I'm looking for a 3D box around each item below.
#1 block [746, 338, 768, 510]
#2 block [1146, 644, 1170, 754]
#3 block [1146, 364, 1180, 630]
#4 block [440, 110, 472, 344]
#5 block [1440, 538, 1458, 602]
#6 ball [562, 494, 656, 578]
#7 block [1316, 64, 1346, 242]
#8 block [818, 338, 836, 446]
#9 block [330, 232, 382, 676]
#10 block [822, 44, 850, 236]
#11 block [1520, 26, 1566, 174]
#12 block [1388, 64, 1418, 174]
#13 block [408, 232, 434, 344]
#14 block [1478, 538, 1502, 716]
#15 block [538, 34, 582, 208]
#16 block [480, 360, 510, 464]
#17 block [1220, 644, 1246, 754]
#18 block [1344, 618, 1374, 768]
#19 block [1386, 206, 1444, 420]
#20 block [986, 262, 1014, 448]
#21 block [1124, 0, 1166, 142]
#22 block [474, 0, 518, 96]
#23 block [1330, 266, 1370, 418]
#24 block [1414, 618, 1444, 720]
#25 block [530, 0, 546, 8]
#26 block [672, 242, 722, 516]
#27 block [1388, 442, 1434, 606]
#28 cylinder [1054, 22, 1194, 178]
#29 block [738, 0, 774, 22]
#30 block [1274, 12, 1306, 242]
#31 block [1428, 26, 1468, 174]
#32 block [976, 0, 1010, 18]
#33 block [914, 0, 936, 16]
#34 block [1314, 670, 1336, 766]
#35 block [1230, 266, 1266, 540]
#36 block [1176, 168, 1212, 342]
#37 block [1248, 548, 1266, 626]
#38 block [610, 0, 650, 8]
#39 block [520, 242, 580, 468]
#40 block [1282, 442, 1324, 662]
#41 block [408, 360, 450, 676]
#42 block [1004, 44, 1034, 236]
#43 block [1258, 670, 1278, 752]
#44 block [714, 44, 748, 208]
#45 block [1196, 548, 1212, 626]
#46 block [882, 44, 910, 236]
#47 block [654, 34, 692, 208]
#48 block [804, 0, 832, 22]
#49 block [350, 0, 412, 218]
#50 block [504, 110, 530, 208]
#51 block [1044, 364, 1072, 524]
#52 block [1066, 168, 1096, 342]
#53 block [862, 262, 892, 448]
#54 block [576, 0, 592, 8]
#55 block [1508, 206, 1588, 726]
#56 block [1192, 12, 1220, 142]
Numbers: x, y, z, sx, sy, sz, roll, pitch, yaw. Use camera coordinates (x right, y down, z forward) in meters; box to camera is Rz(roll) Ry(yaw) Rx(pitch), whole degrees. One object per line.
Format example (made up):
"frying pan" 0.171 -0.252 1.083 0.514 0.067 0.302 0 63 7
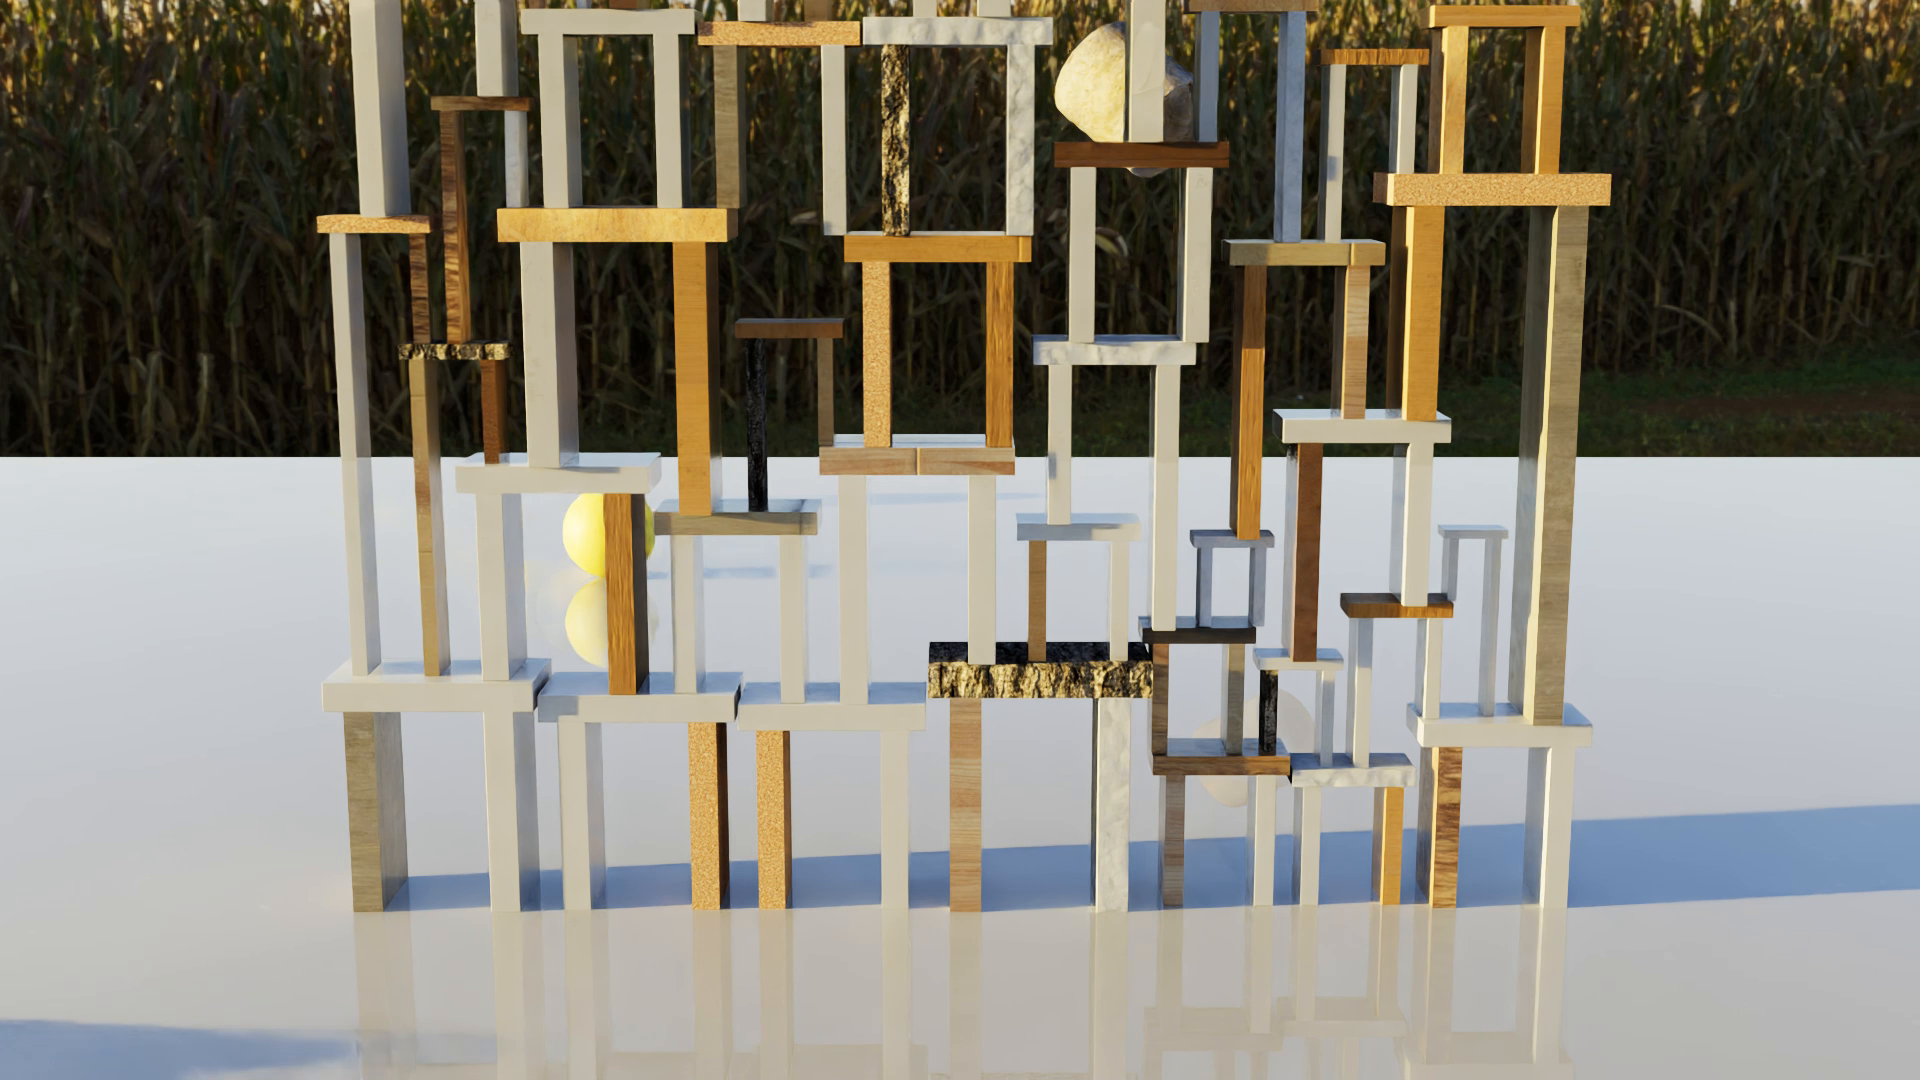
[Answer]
"block" -0.325 -0.190 3.524 0.024 0.274 0.085 0 11 0
"block" 0.325 0.249 3.611 0.026 0.184 0.092 0 11 0
"block" 0.327 -0.076 3.548 0.036 0.427 0.127 0 11 0
"block" -0.796 -0.493 3.470 0.021 0.361 0.074 0 11 0
"block" 0.795 0.044 3.570 0.015 0.103 0.051 0 11 0
"ball" -0.996 -0.024 6.251 0.265 0.265 0.265 0 11 0
"block" 0.581 -0.604 3.443 0.023 0.271 0.083 0 11 0
"block" -0.213 -0.242 3.513 0.024 0.169 0.085 0 11 -1
"block" -0.971 -0.138 3.535 0.025 0.711 0.087 0 11 0
"block" -0.193 -0.625 3.441 0.035 0.288 0.123 0 11 0
"block" 0.909 -0.685 3.434 0.031 0.222 0.111 0 11 0
"block" 0.692 -0.657 3.434 0.023 0.166 0.083 0 11 0
"block" -0.854 -0.401 3.486 0.025 0.175 0.087 -2 11 -10
"block" 0.864 0.139 3.588 0.015 0.295 0.051 0 11 0
"block" -0.623 -0.653 3.434 0.037 0.263 0.131 0 11 0
"block" -0.744 -0.210 3.517 0.023 0.166 0.083 0 11 0
"block" 0.447 0.249 3.611 0.026 0.184 0.092 0 11 0
"block" 0.654 0.241 3.606 0.024 0.249 0.084 0 10 0
"block" 0.722 -0.366 3.496 0.047 0.334 0.167 0 10 0
"block" 0.062 -0.302 3.507 0.041 0.290 0.145 0 11 0
"block" 0.287 -0.890 3.398 0.050 0.541 0.177 0 11 1
"block" -0.718 -0.823 3.403 0.038 0.269 0.135 0 11 -1
"block" 0.621 -0.320 3.504 0.034 0.241 0.121 0 10 0
"block" 0.767 0.201 3.599 0.024 0.168 0.084 0 10 0
"block" -0.654 -0.872 3.398 0.015 0.108 0.054 0 11 0
"block" -0.417 -0.265 3.509 0.050 0.427 0.176 0 11 0
"block" 0.729 -0.036 3.558 0.037 0.264 0.132 0 10 0
"cylinder" 0.465 -1.184 5.914 0.299 0.299 0.299 -12 49 -48
"block" -0.315 -0.954 3.380 0.042 0.312 0.147 0 11 0
"block" 0.516 -0.644 3.440 0.028 0.351 0.099 0 11 0
"block" 0.761 -0.685 3.434 0.031 0.222 0.111 0 11 0
"block" 0.051 -0.982 3.381 0.050 0.354 0.177 0 11 0
"block" -0.053 -0.930 3.390 0.035 0.248 0.124 0 11 0
"block" 0.598 0.284 3.612 0.020 0.162 0.069 0 11 0
"block" 0.460 -0.225 3.521 0.034 0.434 0.121 0 11 0
"block" 0.369 -0.453 3.471 0.038 0.269 0.135 0 11 0
"block" 0.483 0.070 3.575 0.018 0.130 0.065 0 11 0
"block" -0.511 -0.963 3.378 0.042 0.293 0.147 0 11 0
"block" -0.652 -0.302 3.502 0.050 0.352 0.176 0 10 0
"block" 0.554 0.010 3.565 0.037 0.355 0.132 0 10 0
"block" -0.855 -0.039 3.548 0.023 0.513 0.083 0 11 0
"block" 0.093 -0.625 3.440 0.041 0.288 0.144 0 11 0
"block" 0.506 0.272 3.610 0.020 0.139 0.069 0 11 0
"block" -0.358 -0.645 3.438 0.035 0.247 0.123 0 11 0
"block" 0.397 0.070 3.575 0.018 0.130 0.065 0 11 0
"block" -0.099 -0.625 3.439 0.041 0.288 0.144 0 11 0
"block" -0.448 -0.653 3.435 0.037 0.263 0.131 0 11 0
"block" -0.220 -0.927 3.390 0.035 0.255 0.124 0 11 0
"block" -0.902 -0.732 3.414 0.038 0.452 0.135 0 11 3
"block" -0.695 -0.598 3.451 0.021 0.148 0.074 1 11 0
"block" 0.158 -0.161 3.531 0.036 0.255 0.127 0 10 0
"block" 0.190 -0.453 3.471 0.038 0.269 0.135 0 11 0
"block" -0.131 -0.302 3.506 0.041 0.290 0.145 0 11 0
"block" -0.582 -0.872 3.398 0.015 0.108 0.054 0 11 0
"block" 0.944 -0.124 3.541 0.047 0.827 0.167 0 11 0
"block" 0.383 -0.720 3.427 0.028 0.197 0.099 0 11 0
